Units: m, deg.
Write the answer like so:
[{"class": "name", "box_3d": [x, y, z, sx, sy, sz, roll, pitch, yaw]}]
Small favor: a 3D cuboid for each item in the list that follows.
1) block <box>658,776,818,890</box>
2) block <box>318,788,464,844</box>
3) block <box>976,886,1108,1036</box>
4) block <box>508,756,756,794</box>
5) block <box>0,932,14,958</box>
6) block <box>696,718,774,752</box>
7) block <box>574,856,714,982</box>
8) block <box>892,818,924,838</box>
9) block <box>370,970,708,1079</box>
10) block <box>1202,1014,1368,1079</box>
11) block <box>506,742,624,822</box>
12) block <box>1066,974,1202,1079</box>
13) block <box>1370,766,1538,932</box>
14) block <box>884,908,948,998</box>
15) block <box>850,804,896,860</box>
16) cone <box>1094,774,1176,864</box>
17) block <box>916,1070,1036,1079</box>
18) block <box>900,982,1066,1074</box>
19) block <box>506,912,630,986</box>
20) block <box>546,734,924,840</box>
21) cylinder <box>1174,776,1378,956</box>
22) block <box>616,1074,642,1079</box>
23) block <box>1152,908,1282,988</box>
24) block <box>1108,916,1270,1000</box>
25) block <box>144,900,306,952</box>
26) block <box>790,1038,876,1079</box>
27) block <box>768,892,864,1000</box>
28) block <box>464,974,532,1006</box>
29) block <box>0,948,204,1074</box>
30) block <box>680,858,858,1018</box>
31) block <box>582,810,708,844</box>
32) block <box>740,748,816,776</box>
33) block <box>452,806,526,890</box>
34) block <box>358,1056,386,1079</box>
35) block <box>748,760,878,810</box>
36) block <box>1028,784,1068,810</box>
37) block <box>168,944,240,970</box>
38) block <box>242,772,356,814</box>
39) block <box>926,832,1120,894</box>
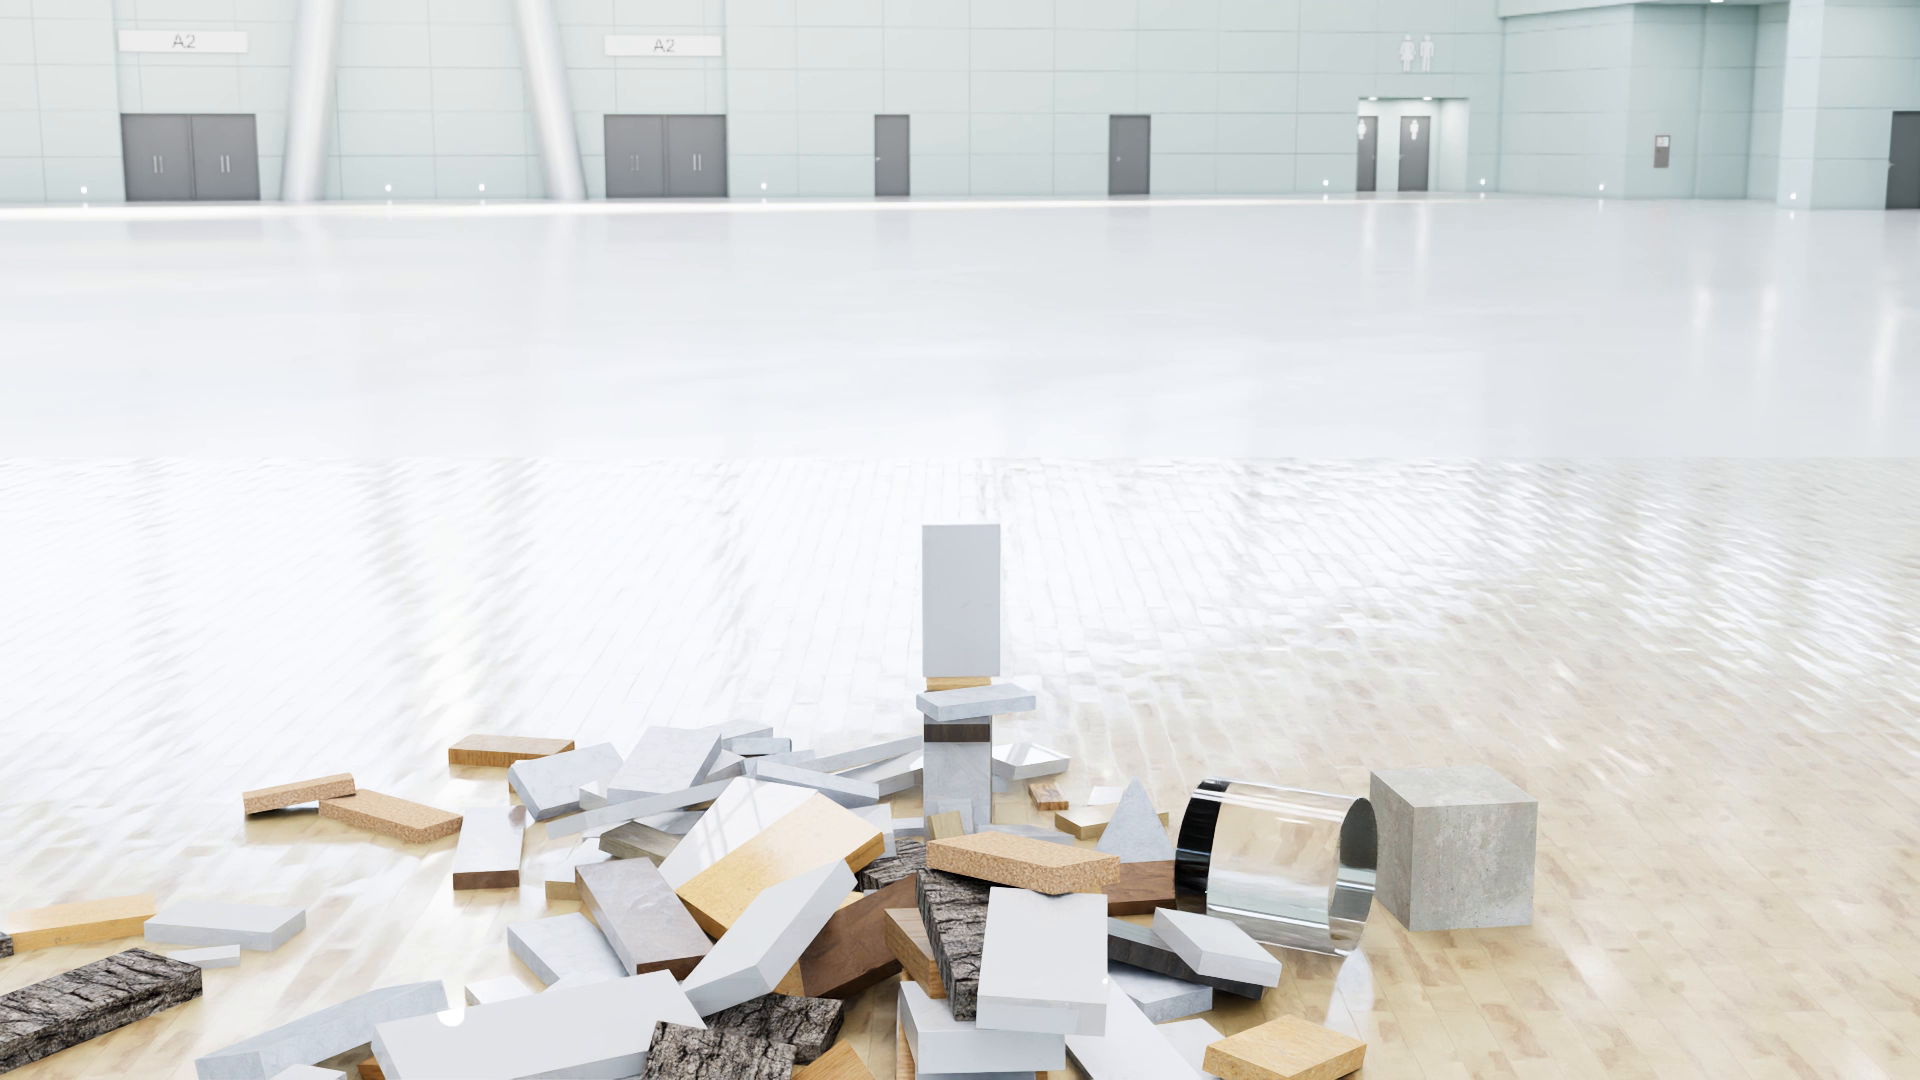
[{"class": "block", "box_3d": [-0.380, 0.517, 3.686, 0.155, 0.044, 0.366, 7, 26, 18]}, {"class": "block", "box_3d": [-1.047, 0.506, 4.043, 0.288, 0.028, 0.100, 8, 13, 36]}, {"class": "block", "box_3d": [0.095, 0.468, 2.465, 0.137, 0.039, 0.274, 3, 16, 3]}, {"class": "block", "box_3d": [-0.588, 0.457, 4.298, 0.567, 0.032, 0.113, -1, 11, -4]}, {"class": "block", "box_3d": [-1.565, 0.634, 3.353, 0.100, 0.028, 0.201, 9, 14, 42]}, {"class": "block", "box_3d": [-0.497, 0.411, 4.557, 0.203, 0.029, 0.101, -10, 15, -44]}, {"class": "block", "box_3d": [-0.483, 0.575, 3.348, 0.120, 0.034, 0.446, -4, 12, -21]}, {"class": "block", "box_3d": [-0.122, 0.523, 3.986, 0.117, 0.017, 0.059, -2, 11, -10]}, {"class": "block", "box_3d": [-0.543, 0.657, 2.877, 0.416, 0.040, 0.141, -4, 32, -34]}, {"class": "block", "box_3d": [0.434, 0.686, 2.922, 0.120, 0.034, 0.239, 15, 8, 34]}, {"class": "block", "box_3d": [-0.729, 0.454, 4.149, 0.226, 0.032, 0.113, -10, 51, -44]}, {"class": "block", "box_3d": [0.223, 0.694, 2.923, 0.112, 0.032, 0.444, -23, 15, -10]}, {"class": "block", "box_3d": [0.800, 0.500, 3.591, 0.206, 0.206, 0.206, -2, 11, -9]}, {"class": "block", "box_3d": [0.009, 0.525, 2.825, 0.161, 0.046, 0.449, 0, -2, -9]}, {"class": "block", "box_3d": [-0.184, 0.502, 3.742, 0.141, 0.040, 0.282, -8, 3, -3]}, {"class": "cone", "box_3d": [0.306, 0.480, 3.831, 0.156, 0.156, 0.156, 0, 11, 0]}, {"class": "block", "box_3d": [0.023, 0.722, 2.285, 0.137, 0.039, 0.642, 0, 22, -1]}, {"class": "block", "box_3d": [0.021, 0.562, 2.558, 0.161, 0.046, 0.322, 0, -2, -5]}, {"class": "block", "box_3d": [-0.553, 0.645, 3.281, 0.118, 0.034, 0.419, -6, 12, -29]}, {"class": "block", "box_3d": [-0.336, 0.439, 4.086, 0.101, 0.029, 1.054, -20, -8, 37]}, {"class": "cylinder", "box_3d": [0.496, 0.508, 3.439, 0.247, 0.247, 0.247, 5, 12, 27]}, {"class": "block", "box_3d": [-0.430, 0.728, 2.853, 0.094, 0.027, 0.187, 2, 11, 10]}, {"class": "block", "box_3d": [0.372, 0.594, 3.215, 0.120, 0.034, 0.240, 12, 3, -12]}, {"class": "block", "box_3d": [0.311, 0.613, 3.255, 0.297, 0.034, 0.120, 13, 3, 15]}, {"class": "block", "box_3d": [-1.162, 0.609, 3.481, 0.218, 0.031, 0.109, 2, 11, 11]}, {"class": "block", "box_3d": [-0.152, 0.700, 2.776, 0.094, 0.027, 0.260, -35, 9, -10]}, {"class": "block", "box_3d": [-0.193, 0.609, 3.254, 0.118, 0.034, 0.237, 5, 32, 25]}, {"class": "block", "box_3d": [-0.656, 0.670, 3.179, 0.075, 0.021, 0.150, -6, 12, -30]}, {"class": "block", "box_3d": [-1.282, 0.671, 3.114, 0.151, 0.043, 0.387, 7, 12, 32]}, {"class": "block", "box_3d": [-0.275, 0.568, 3.140, 0.155, 0.044, 0.310, -25, 10, 27]}, {"class": "block", "box_3d": [-0.514, 0.518, 3.907, 0.292, 0.032, 0.113, -3, 13, 5]}, {"class": "block", "box_3d": [-0.343, 0.449, 4.223, 0.149, 0.074, 0.021, -6, -18, -28]}, {"class": "block", "box_3d": [-0.824, 0.538, 3.867, 0.109, 0.031, 0.365, -2, 11, -9]}, {"class": "block", "box_3d": [-0.724, 0.688, 2.922, 0.157, 0.022, 0.078, -13, 10, 42]}, {"class": "block", "box_3d": [-0.270, 0.459, 3.918, 0.226, 0.113, 0.032, 14, 44, -17]}, {"class": "block", "box_3d": [0.168, 0.488, 4.175, 0.059, 0.017, 0.117, -1, 11, -7]}, {"class": "block", "box_3d": [-1.155, 0.640, 3.360, 0.105, 0.015, 0.053, -3, 11, -18]}, {"class": "block", "box_3d": [-1.239, 0.474, 4.122, 0.200, 0.028, 0.100, -10, 4, -19]}, {"class": "block", "box_3d": [0.075, 0.392, 2.682, 0.112, 0.032, 0.224, -2, 3, -42]}]
